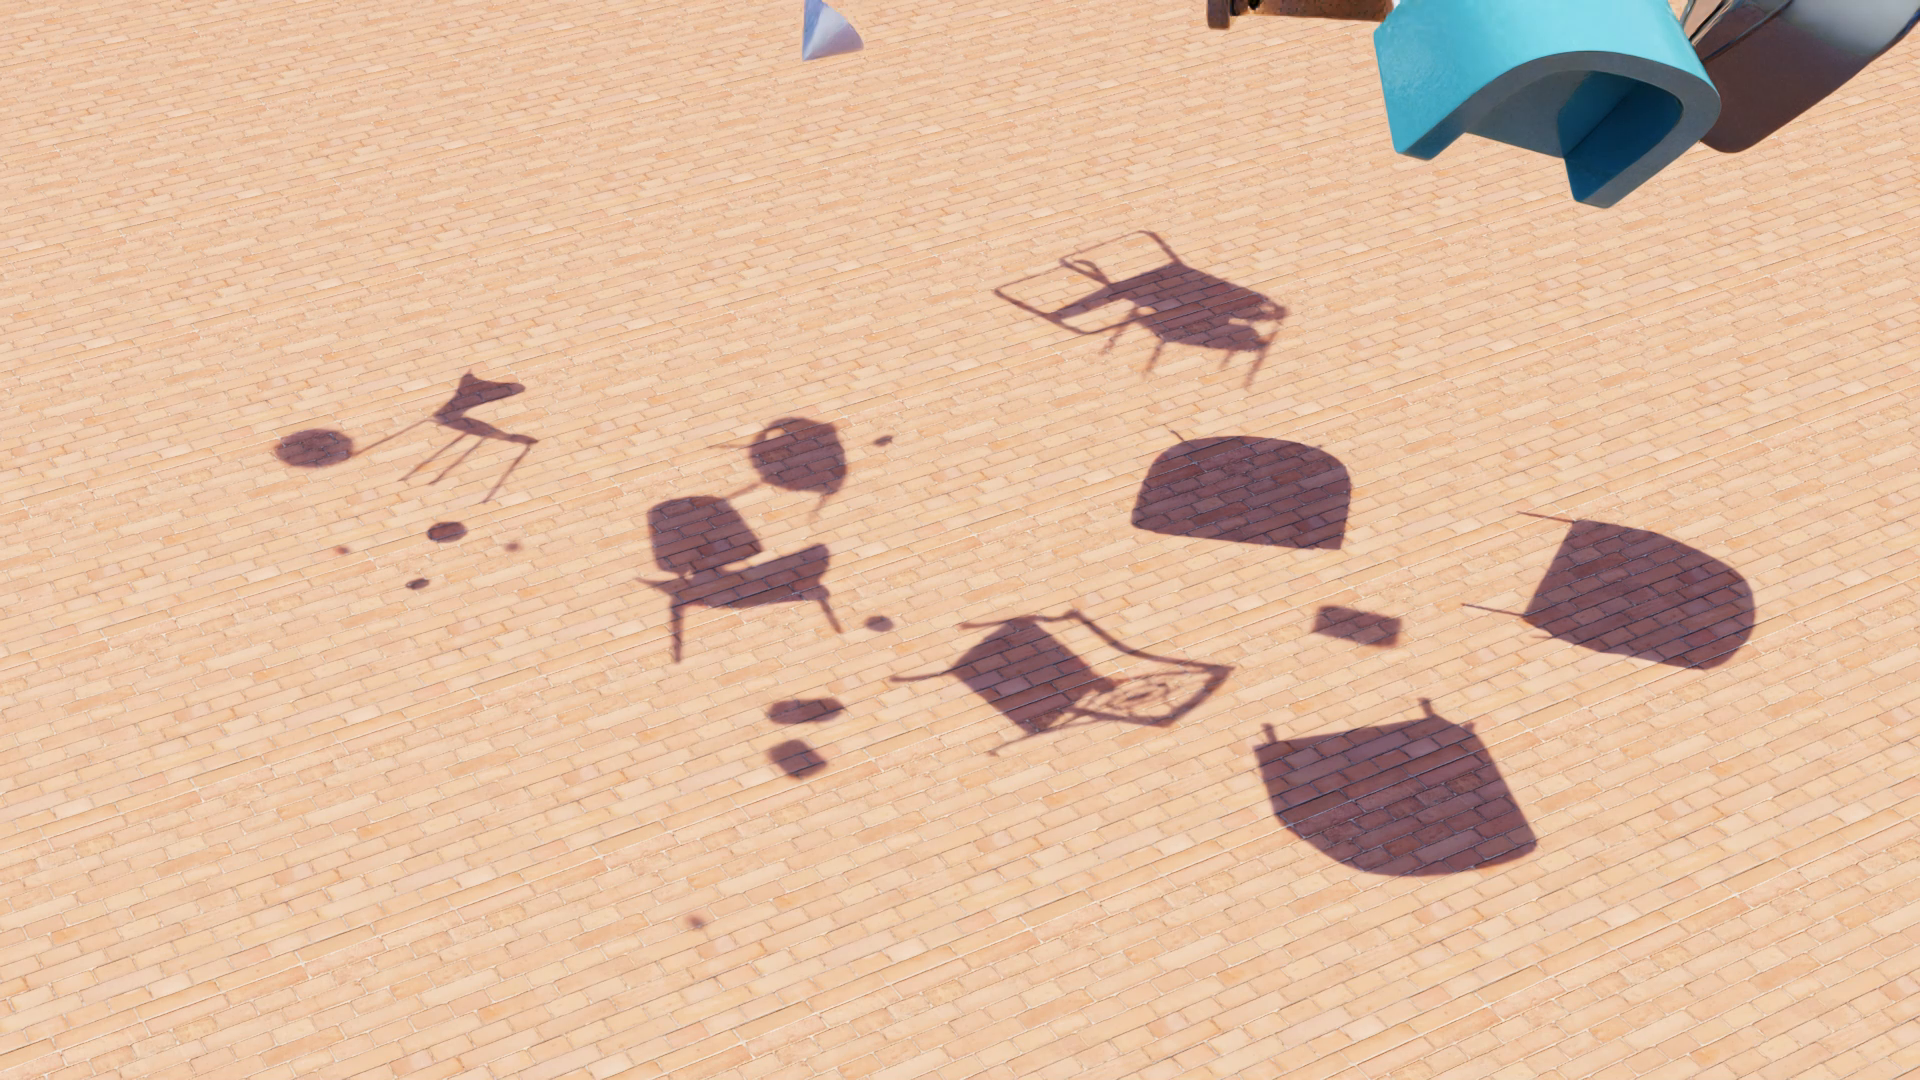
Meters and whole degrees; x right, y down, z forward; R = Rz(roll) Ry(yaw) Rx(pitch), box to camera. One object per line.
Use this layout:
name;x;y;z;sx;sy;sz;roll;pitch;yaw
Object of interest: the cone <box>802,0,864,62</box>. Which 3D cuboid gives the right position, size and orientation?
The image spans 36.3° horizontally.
cone;-0.454;-1.589;9.372;0.170;0.252;0.208;-52;13;-14
